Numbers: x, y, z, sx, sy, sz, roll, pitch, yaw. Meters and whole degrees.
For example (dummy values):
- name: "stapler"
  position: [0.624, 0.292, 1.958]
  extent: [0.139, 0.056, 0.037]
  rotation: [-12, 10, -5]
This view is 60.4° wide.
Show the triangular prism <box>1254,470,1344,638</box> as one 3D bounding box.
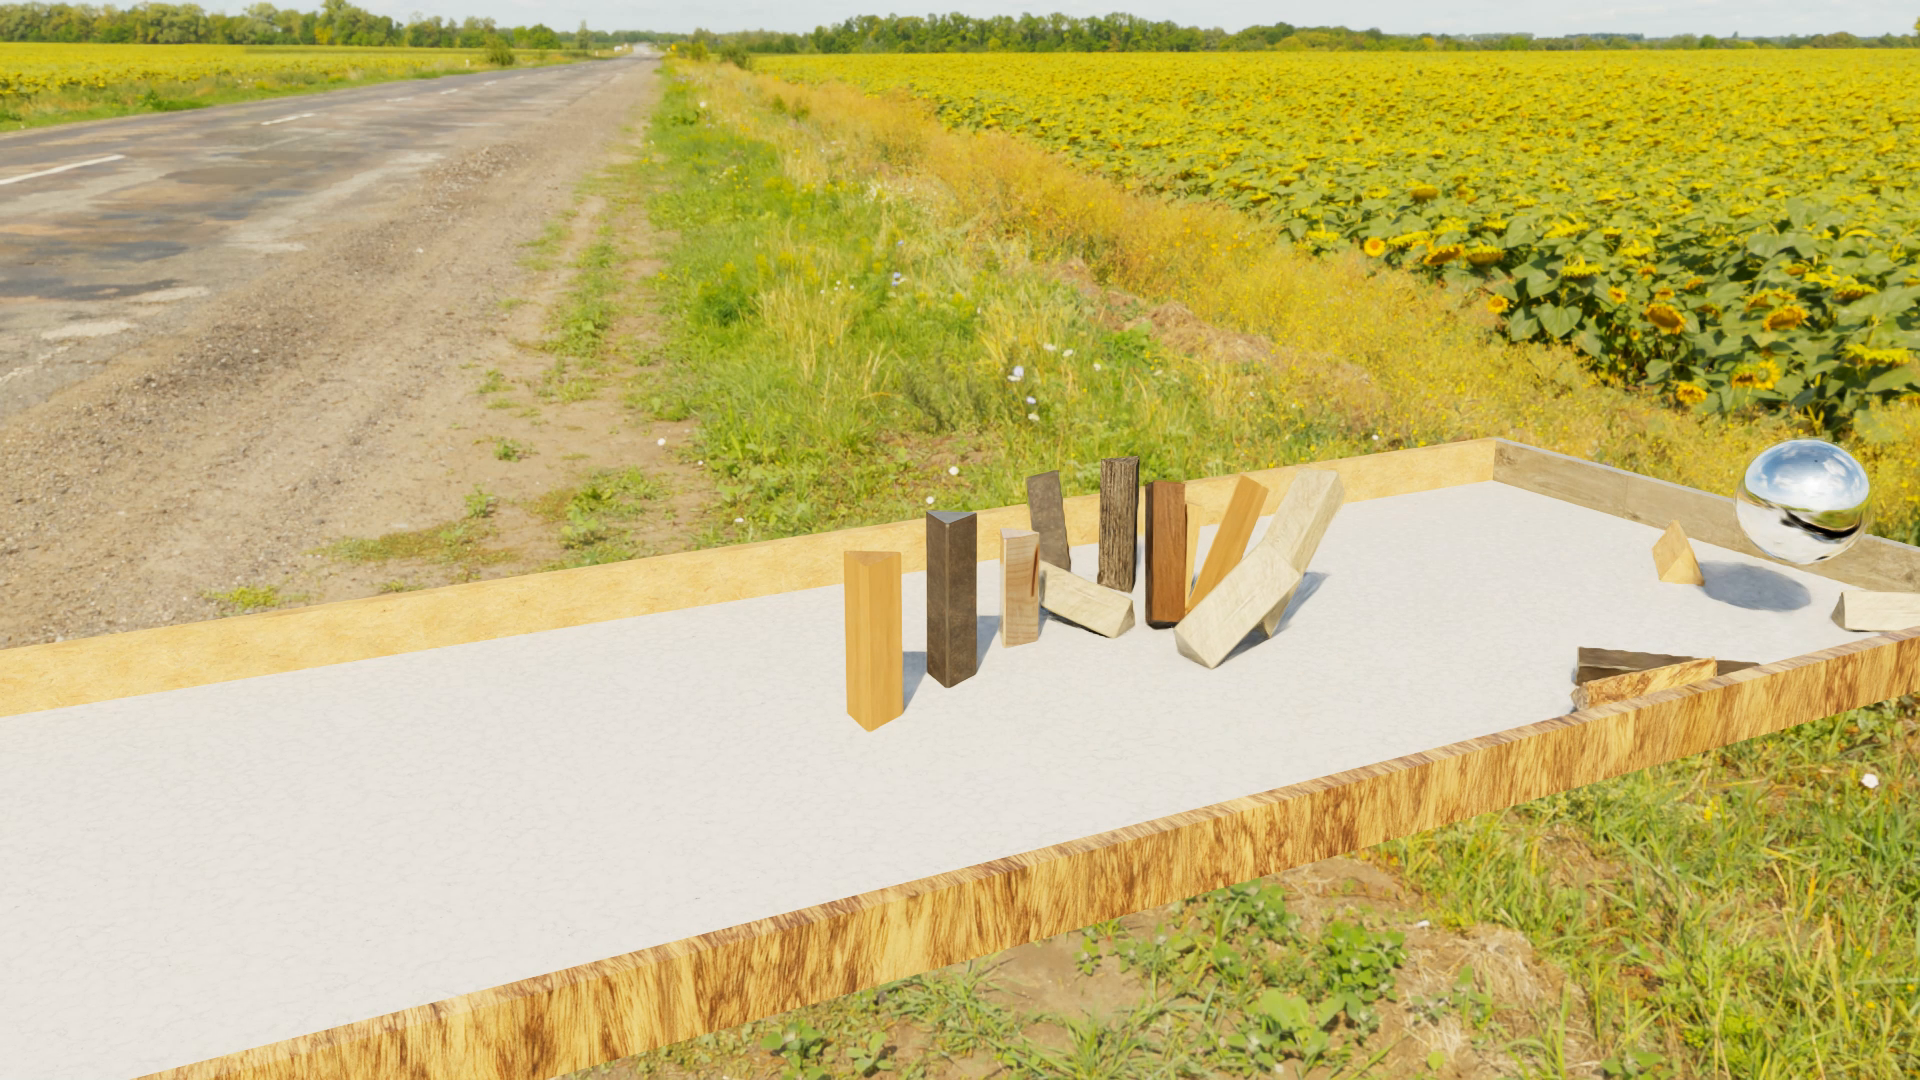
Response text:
- name: "triangular prism"
  position: [0.874, 0.020, 4.474]
  extent: [0.123, 0.460, 0.142]
  rotation: [23, -14, 29]

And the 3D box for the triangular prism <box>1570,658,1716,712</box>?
- name: "triangular prism"
  position: [1.595, 0.340, 3.827]
  extent: [0.303, 0.110, 0.127]
  rotation: [-11, 41, -1]

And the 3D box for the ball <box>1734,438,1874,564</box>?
- name: "ball"
  position: [2.267, -0.104, 4.435]
  extent: [0.335, 0.335, 0.335]
  rotation: [0, 16, 0]

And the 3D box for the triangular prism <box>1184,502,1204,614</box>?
- name: "triangular prism"
  position: [0.616, 0.046, 4.638]
  extent: [0.094, 0.308, 0.081]
  rotation: [9, 8, 11]

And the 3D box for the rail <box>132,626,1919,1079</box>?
- name: "rail"
  position: [-2.336, 1.006, 1.665]
  extent: [12.000, 0.150, 0.050]
  rotation: [-9, 18, -27]

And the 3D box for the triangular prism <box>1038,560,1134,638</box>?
- name: "triangular prism"
  position: [0.331, 0.152, 4.531]
  extent: [0.306, 0.100, 0.116]
  rotation: [24, 28, 27]

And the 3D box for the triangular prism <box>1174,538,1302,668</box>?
- name: "triangular prism"
  position: [0.702, 0.154, 4.286]
  extent: [0.349, 0.123, 0.143]
  rotation: [-43, 31, -13]

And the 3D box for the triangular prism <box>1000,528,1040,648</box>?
- name: "triangular prism"
  position: [0.136, 0.123, 4.401]
  extent: [0.112, 0.302, 0.097]
  rotation: [-11, 20, -33]

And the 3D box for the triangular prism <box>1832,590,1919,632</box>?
- name: "triangular prism"
  position: [2.629, 0.193, 4.505]
  extent: [0.416, 0.097, 0.112]
  rotation: [3, 14, 9]

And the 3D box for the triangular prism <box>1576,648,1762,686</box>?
- name: "triangular prism"
  position: [1.743, 0.318, 4.053]
  extent: [0.424, 0.095, 0.082]
  rotation: [5, 54, 16]

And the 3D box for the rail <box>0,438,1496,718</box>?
- name: "rail"
  position: [-3.305, 0.497, 3.399]
  extent: [12.000, 0.150, 0.050]
  rotation: [-9, 18, -27]

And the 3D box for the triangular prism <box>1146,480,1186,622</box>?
- name: "triangular prism"
  position: [0.547, 0.034, 4.554]
  extent: [0.111, 0.384, 0.097]
  rotation: [5, -7, -35]

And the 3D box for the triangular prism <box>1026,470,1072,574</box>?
- name: "triangular prism"
  position: [0.276, -0.018, 4.772]
  extent: [0.099, 0.406, 0.086]
  rotation: [22, -42, -35]

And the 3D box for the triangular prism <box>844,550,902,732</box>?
- name: "triangular prism"
  position: [-0.222, 0.228, 3.863]
  extent: [0.115, 0.404, 0.133]
  rotation: [11, 20, 33]

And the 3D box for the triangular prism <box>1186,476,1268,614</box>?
- name: "triangular prism"
  position: [0.735, 0.032, 4.612]
  extent: [0.091, 0.436, 0.079]
  rotation: [27, -20, -6]

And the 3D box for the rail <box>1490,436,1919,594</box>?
- name: "rail"
  position: [2.466, -0.048, 5.253]
  extent: [0.050, 0.150, 2.100]
  rotation: [-9, 18, -27]

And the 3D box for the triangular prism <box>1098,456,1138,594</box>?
- name: "triangular prism"
  position: [0.489, -0.051, 4.846]
  extent: [0.121, 0.384, 0.105]
  rotation: [14, 21, 39]

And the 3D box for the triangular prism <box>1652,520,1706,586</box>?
- name: "triangular prism"
  position: [2.203, 0.032, 5.048]
  extent: [0.123, 0.107, 0.339]
  rotation: [5, 17, 17]

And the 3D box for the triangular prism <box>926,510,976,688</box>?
- name: "triangular prism"
  position: [-0.039, 0.141, 4.118]
  extent: [0.108, 0.426, 0.125]
  rotation: [11, 20, 34]
